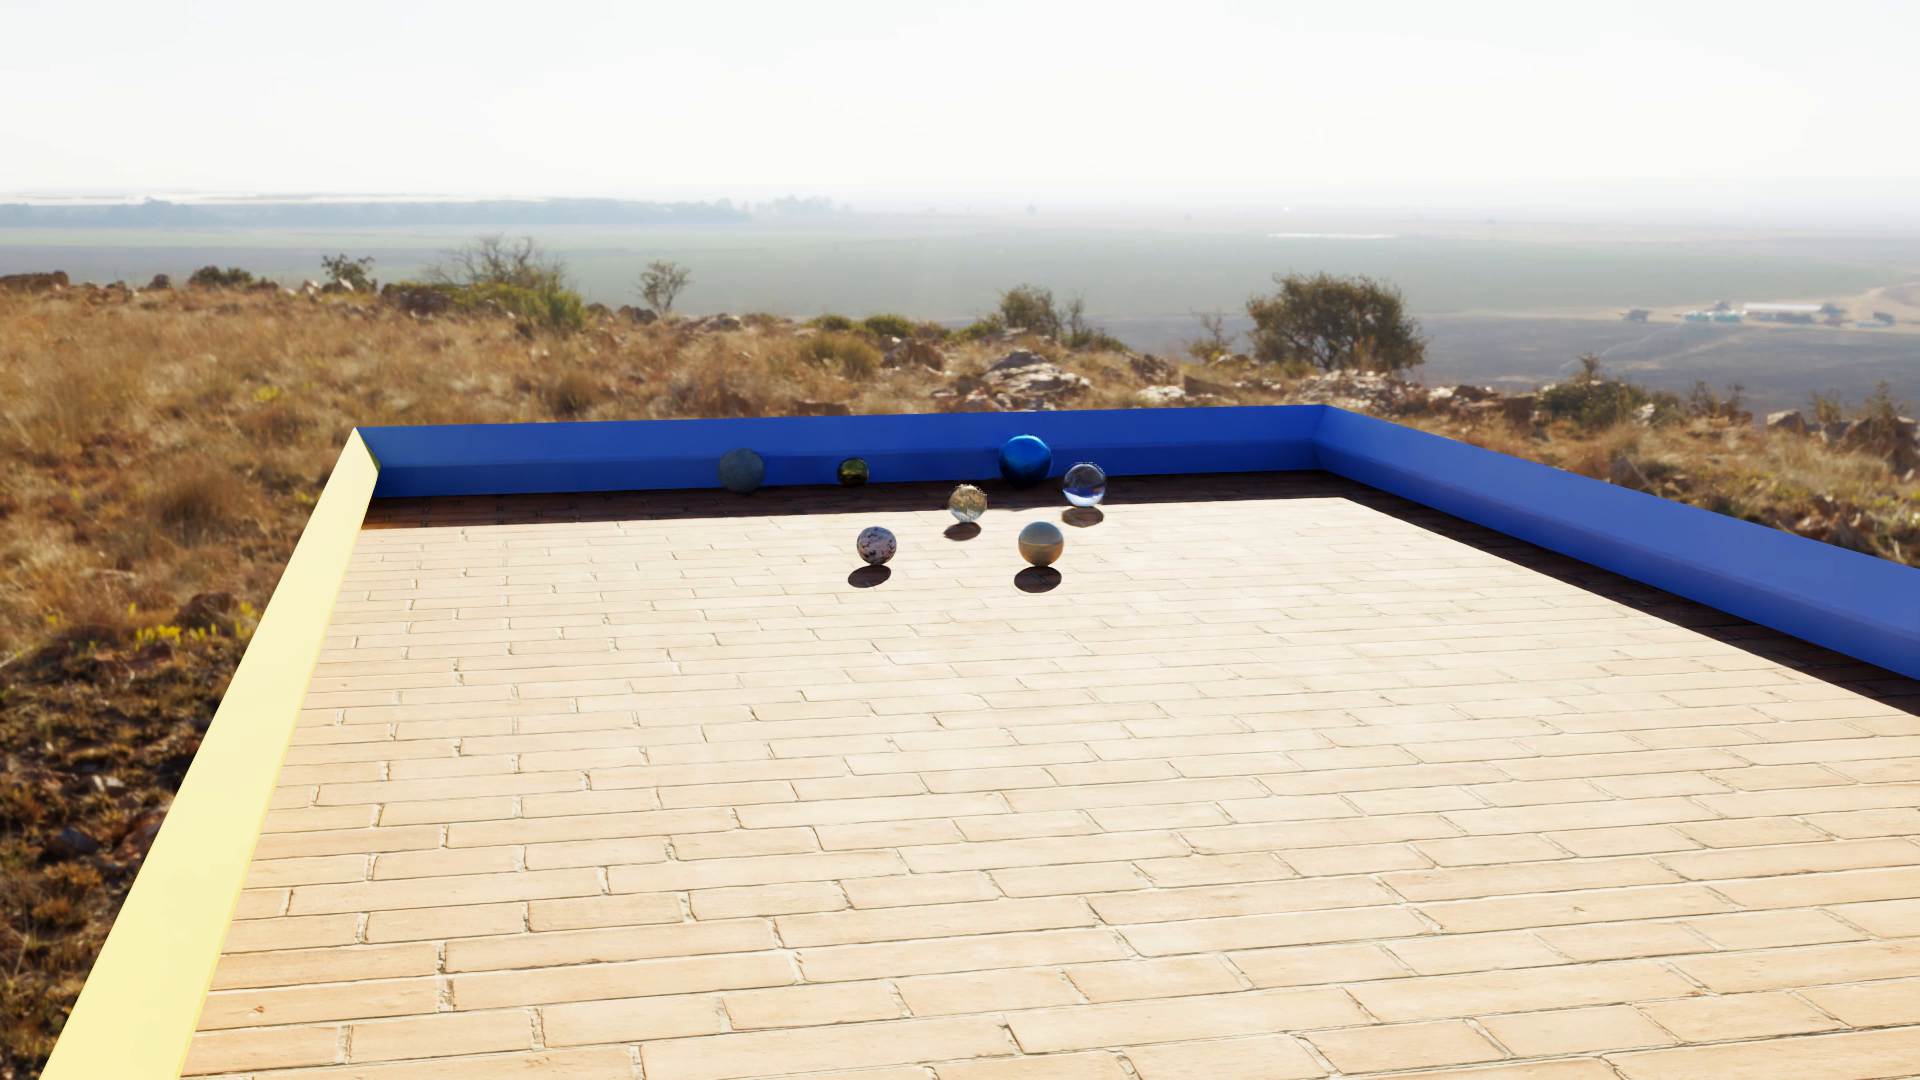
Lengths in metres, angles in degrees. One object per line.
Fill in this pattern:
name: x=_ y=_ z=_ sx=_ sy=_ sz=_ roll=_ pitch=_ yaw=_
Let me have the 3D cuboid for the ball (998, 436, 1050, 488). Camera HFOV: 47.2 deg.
ball: x=0.119 y=-0.144 z=4.041 sx=0.096 sy=0.096 sz=0.096 roll=0 pitch=10 yaw=0

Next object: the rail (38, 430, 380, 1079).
rail: x=-0.688 y=0.142 z=2.250 sx=0.045 sy=0.125 sz=3.449 roll=-2 pitch=10 yaw=-12

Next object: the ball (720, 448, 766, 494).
ball: x=-0.392 y=-0.125 z=3.968 sx=0.083 sy=0.083 sz=0.083 roll=0 pitch=10 yaw=0

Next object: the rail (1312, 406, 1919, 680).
rail: x=1.052 y=0.079 z=2.620 sx=0.045 sy=0.125 sz=3.449 roll=-2 pitch=10 yaw=-12

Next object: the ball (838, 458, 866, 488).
ball: x=-0.198 y=-0.123 z=4.043 sx=0.054 sy=0.054 sz=0.054 roll=0 pitch=10 yaw=0

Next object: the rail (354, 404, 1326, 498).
rail: x=-0.177 y=-0.166 z=4.075 sx=1.828 sy=0.125 sz=0.045 roll=-2 pitch=10 yaw=-12

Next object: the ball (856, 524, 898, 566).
ball: x=-0.123 y=0.007 z=3.248 sx=0.060 sy=0.060 sz=0.060 roll=0 pitch=10 yaw=0

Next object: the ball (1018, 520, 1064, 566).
ball: x=0.119 y=0.005 z=3.236 sx=0.069 sy=0.069 sz=0.069 roll=0 pitch=10 yaw=0

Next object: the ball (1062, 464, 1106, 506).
ball: x=0.215 y=-0.095 z=3.810 sx=0.075 sy=0.075 sz=0.075 roll=0 pitch=10 yaw=0

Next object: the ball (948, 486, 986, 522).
ball: x=0.012 y=-0.059 z=3.640 sx=0.061 sy=0.061 sz=0.061 roll=0 pitch=10 yaw=0
